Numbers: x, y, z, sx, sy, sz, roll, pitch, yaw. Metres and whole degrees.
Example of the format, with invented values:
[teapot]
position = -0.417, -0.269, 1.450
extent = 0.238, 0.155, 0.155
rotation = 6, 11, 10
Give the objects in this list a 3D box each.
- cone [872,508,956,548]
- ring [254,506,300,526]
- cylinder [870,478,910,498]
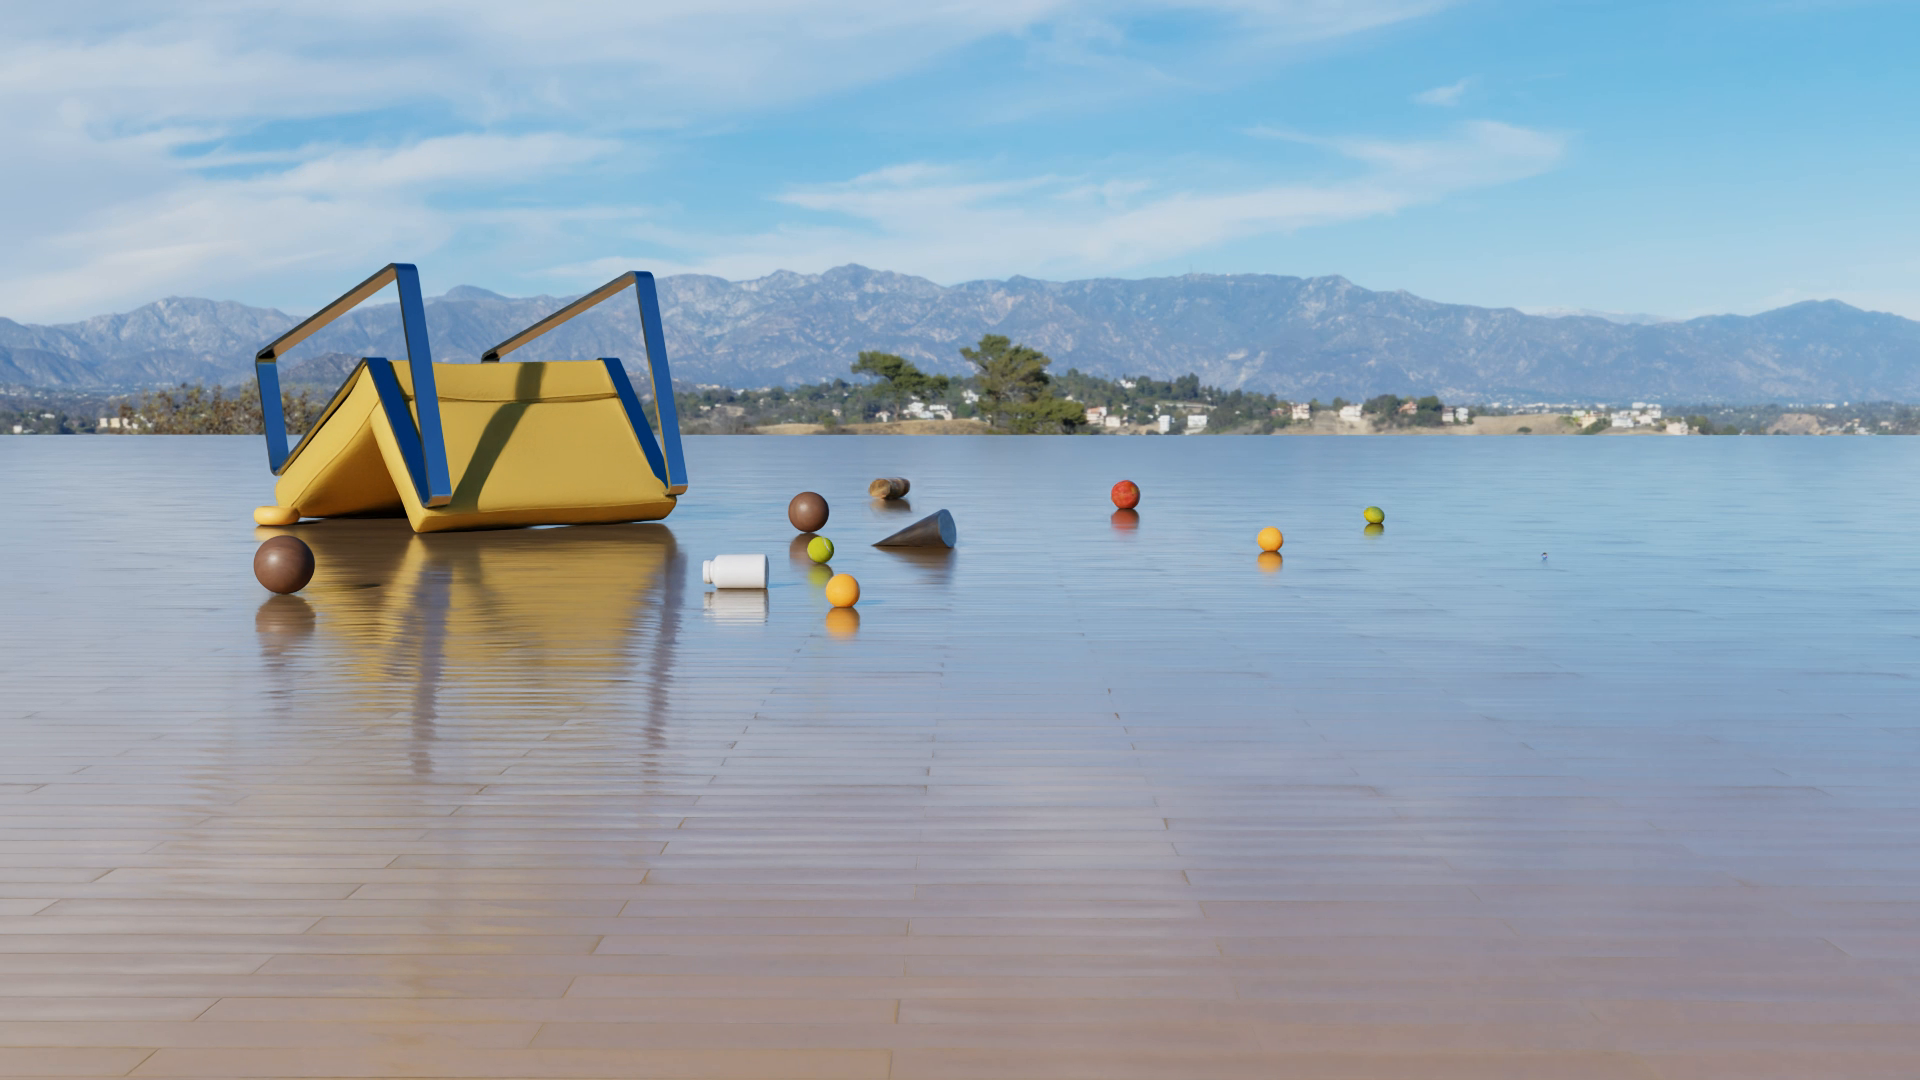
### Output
[cone]
position = -0.146, -0.009, 6.273
extent = 0.242, 0.112, 0.131
rotation = -13, 9, 20
[ring]
position = -2.265, -0.081, 7.291
extent = 0.147, 0.060, 0.192
rotation = 1, 3, -10
[cylinder]
position = -0.288, -0.213, 9.047
extent = 0.108, 0.079, 0.149
rotation = -16, -5, 32
